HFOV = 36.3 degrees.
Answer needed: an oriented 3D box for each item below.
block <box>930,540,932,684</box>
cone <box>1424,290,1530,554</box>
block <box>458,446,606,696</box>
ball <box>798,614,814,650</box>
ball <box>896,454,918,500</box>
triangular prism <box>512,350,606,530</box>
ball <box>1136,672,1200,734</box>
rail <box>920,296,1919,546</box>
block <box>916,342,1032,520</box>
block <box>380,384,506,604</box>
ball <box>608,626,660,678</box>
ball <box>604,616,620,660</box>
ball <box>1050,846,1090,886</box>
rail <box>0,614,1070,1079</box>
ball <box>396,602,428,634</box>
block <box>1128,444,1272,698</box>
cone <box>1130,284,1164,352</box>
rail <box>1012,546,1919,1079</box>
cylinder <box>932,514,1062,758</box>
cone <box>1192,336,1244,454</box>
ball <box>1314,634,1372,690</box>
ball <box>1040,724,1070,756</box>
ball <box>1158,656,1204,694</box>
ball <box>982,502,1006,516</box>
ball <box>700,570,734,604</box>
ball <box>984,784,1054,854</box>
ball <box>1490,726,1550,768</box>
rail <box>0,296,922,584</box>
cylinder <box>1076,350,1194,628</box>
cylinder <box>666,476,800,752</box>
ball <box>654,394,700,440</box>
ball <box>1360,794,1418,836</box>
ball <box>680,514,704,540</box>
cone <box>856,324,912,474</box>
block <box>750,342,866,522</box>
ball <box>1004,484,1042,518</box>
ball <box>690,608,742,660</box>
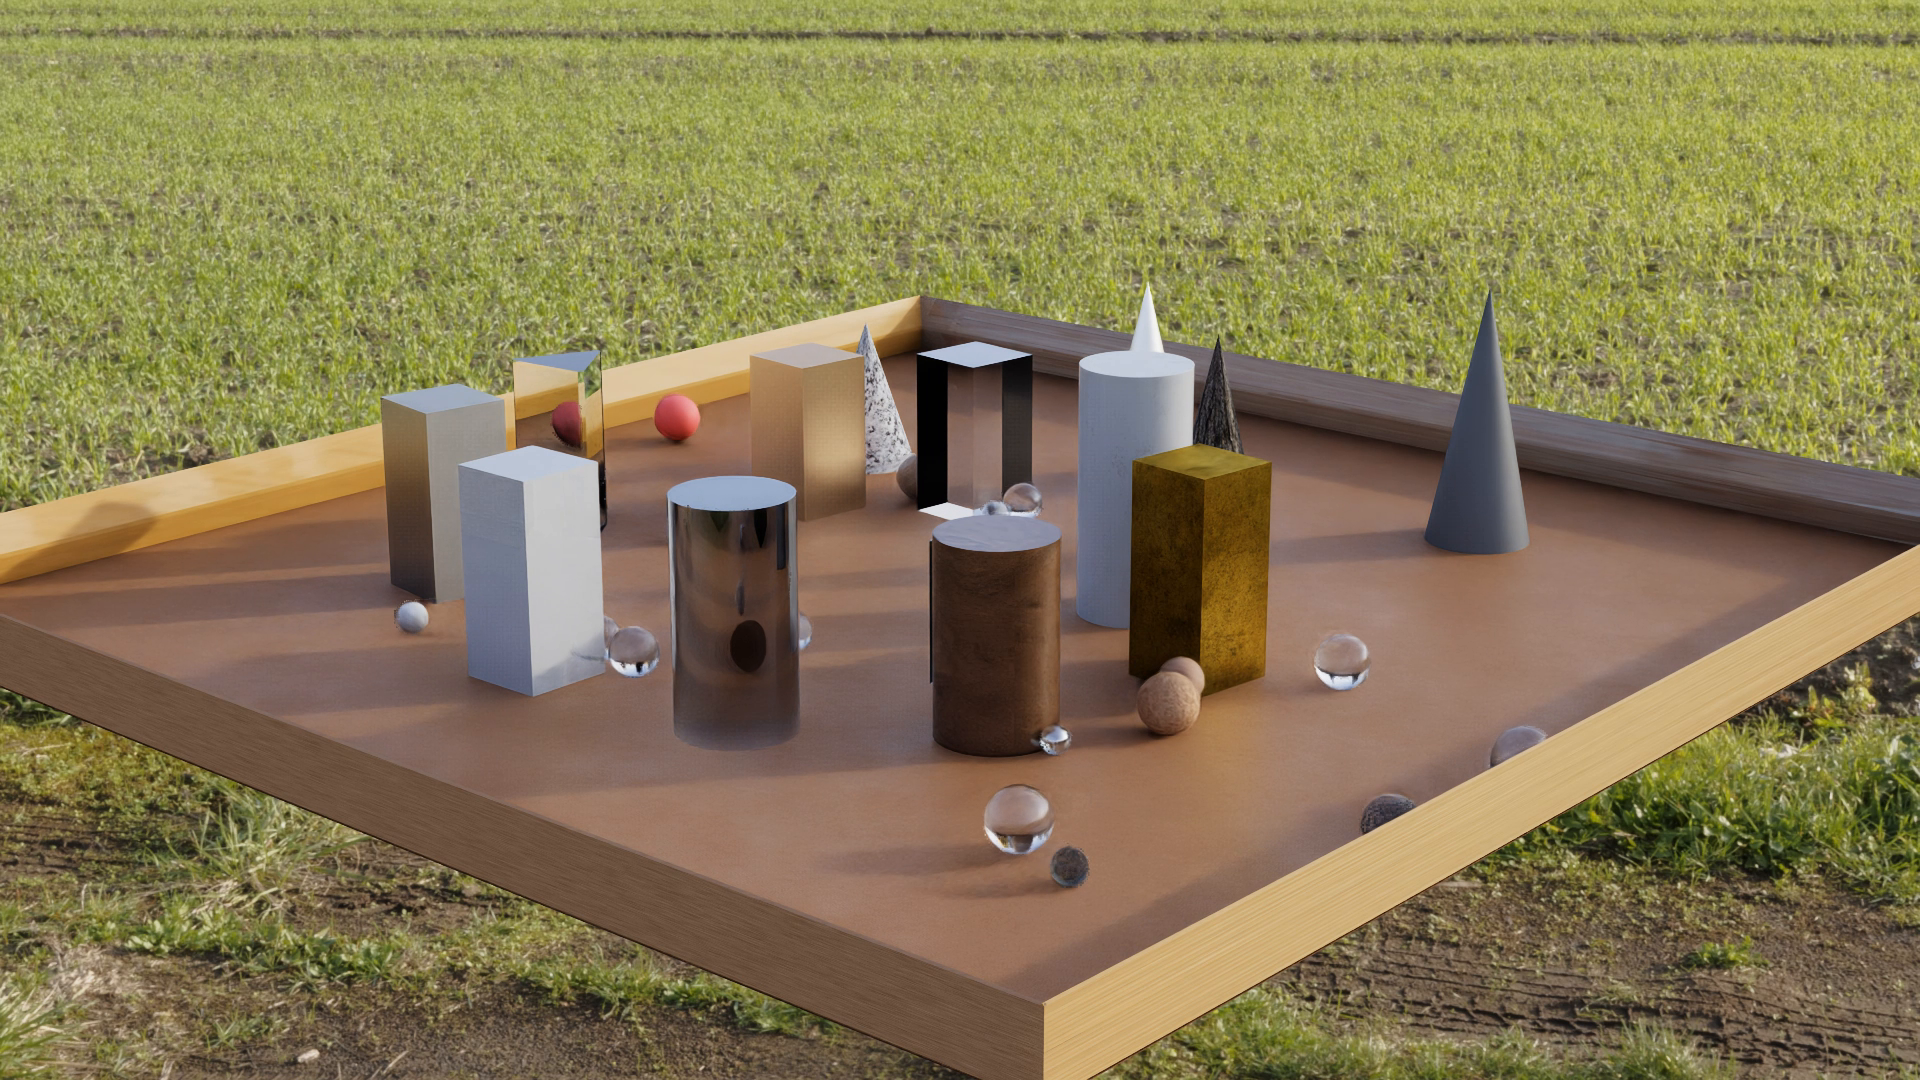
[{"bbox_3d":[0.055,0.105,4.684,0.155,0.239,0.155,8,19,25],"label":"block"},{"bbox_3d":[0.961,-0.231,5.382,0.194,0.479,0.194,0,17,0],"label":"cone"},{"bbox_3d":[-0.682,0.047,4.679,0.155,0.352,0.155,14,22,39],"label":"block"},{"bbox_3d":[-0.274,0.152,4.836,0.062,0.062,0.062,0,17,0],"label":"ball"},{"bbox_3d":[-0.079,-0.122,5.701,0.087,0.087,0.087,0,17,0],"label":"ball"},{"bbox_3d":[-0.712,-0.175,5.445,0.168,0.335,0.145,11,20,33],"label":"triangular prism"},{"bbox_3d":[0.317,0.248,4.457,0.097,0.097,0.097,0,17,0],"label":"ball"},{"bbox_3d":[0.885,-0.263,6.096,2.634,0.126,0.045,14,22,39],"label":"rail"},{"bbox_3d":[0.028,-0.204,5.588,0.155,0.308,0.155,-15,23,-41],"label":"block"},{"bbox_3d":[-0.897,-0.083,5.131,0.155,0.340,0.155,-14,22,-38],"label":"block"},{"bbox_3d":[-0.523,0.179,4.708,0.083,0.083,0.083,0,17,0],"label":"ball"},{"bbox_3d":[-0.588,0.160,4.787,0.075,0.075,0.075,0,17,0],"label":"ball"},{"bbox_3d":[0.146,0.436,3.911,0.053,0.053,0.053,0,17,0],"label":"ball"},{"bbox_3d":[-0.885,0.326,4.145,2.634,0.126,0.045,14,22,39],"label":"rail"},{"bbox_3d":[-0.919,0.130,4.922,0.053,0.053,0.053,0,17,0],"label":"ball"},{"bbox_3d":[0.382,0.047,4.673,0.155,0.357,0.155,-15,22,-40],"label":"block"},{"bbox_3d":[0.367,-0.314,5.788,0.194,0.402,0.194,0,17,0],"label":"cone"},{"bbox_3d":[0.977,0.276,4.309,0.045,0.126,2.746,14,22,39],"label":"rail"},{"bbox_3d":[0.055,0.143,4.418,0.194,0.321,0.194,0,17,0],"label":"cylinder"},{"bbox_3d":[0.461,-0.170,5.290,0.194,0.415,0.194,0,17,0],"label":"cone"},{"bbox_3d":[0.608,0.193,4.650,0.090,0.090,0.090,0,17,0],"label":"ball"},{"bbox_3d":[0.142,0.298,4.378,0.046,0.046,0.046,0,17,0],"label":"ball"},{"bbox_3d":[0.345,0.220,4.589,0.075,0.075,0.075,0,17,0],"label":"ball"},{"bbox_3d":[0.065,-0.047,5.523,0.046,0.046,0.046,0,17,0],"label":"ball"},{"bbox_3d":[-0.421,0.082,5.077,0.057,0.057,0.057,0,17,0],"label":"ball"},{"bbox_3d":[0.081,0.382,4.012,0.096,0.096,0.096,0,17,0],"label":"ball"},{"bbox_3d":[0.813,0.317,4.233,0.094,0.094,0.094,0,17,0],"label":"ball"},{"bbox_3d":[-0.977,-0.213,5.932,0.045,0.126,2.746,14,22,39],"label":"rail"},{"bbox_3d":[0.296,-0.086,4.977,0.194,0.436,0.194,0,17,0],"label":"cylinder"},{"bbox_3d":[-0.341,0.109,4.434,0.194,0.375,0.194,0,17,0],"label":"cylinder"},{"bbox_3d":[-0.592,-0.256,6.128,0.096,0.096,0.096,0,17,0],"label":"ball"},{"bbox_3d":[0.590,0.390,4.007,0.085,0.085,0.085,0,17,0],"label":"ball"},{"bbox_3d":[-0.497,-0.024,5.446,0.046,0.046,0.046,0,17,0],"label":"ball"},{"bbox_3d":[-0.189,-0.299,5.933,0.194,0.292,0.194,0,17,0],"label":"cone"},{"bbox_3d":[-0.291,-0.208,5.619,0.155,0.299,0.155,-15,23,-41],"label":"block"},{"bbox_3d":[0.119,-0.071,5.551,0.075,0.075,0.075,0,17,0],"label":"ball"},{"bbox_3d":[-0.399,0.154,4.791,0.084,0.084,0.084,0,17,0],"label":"ball"}]
